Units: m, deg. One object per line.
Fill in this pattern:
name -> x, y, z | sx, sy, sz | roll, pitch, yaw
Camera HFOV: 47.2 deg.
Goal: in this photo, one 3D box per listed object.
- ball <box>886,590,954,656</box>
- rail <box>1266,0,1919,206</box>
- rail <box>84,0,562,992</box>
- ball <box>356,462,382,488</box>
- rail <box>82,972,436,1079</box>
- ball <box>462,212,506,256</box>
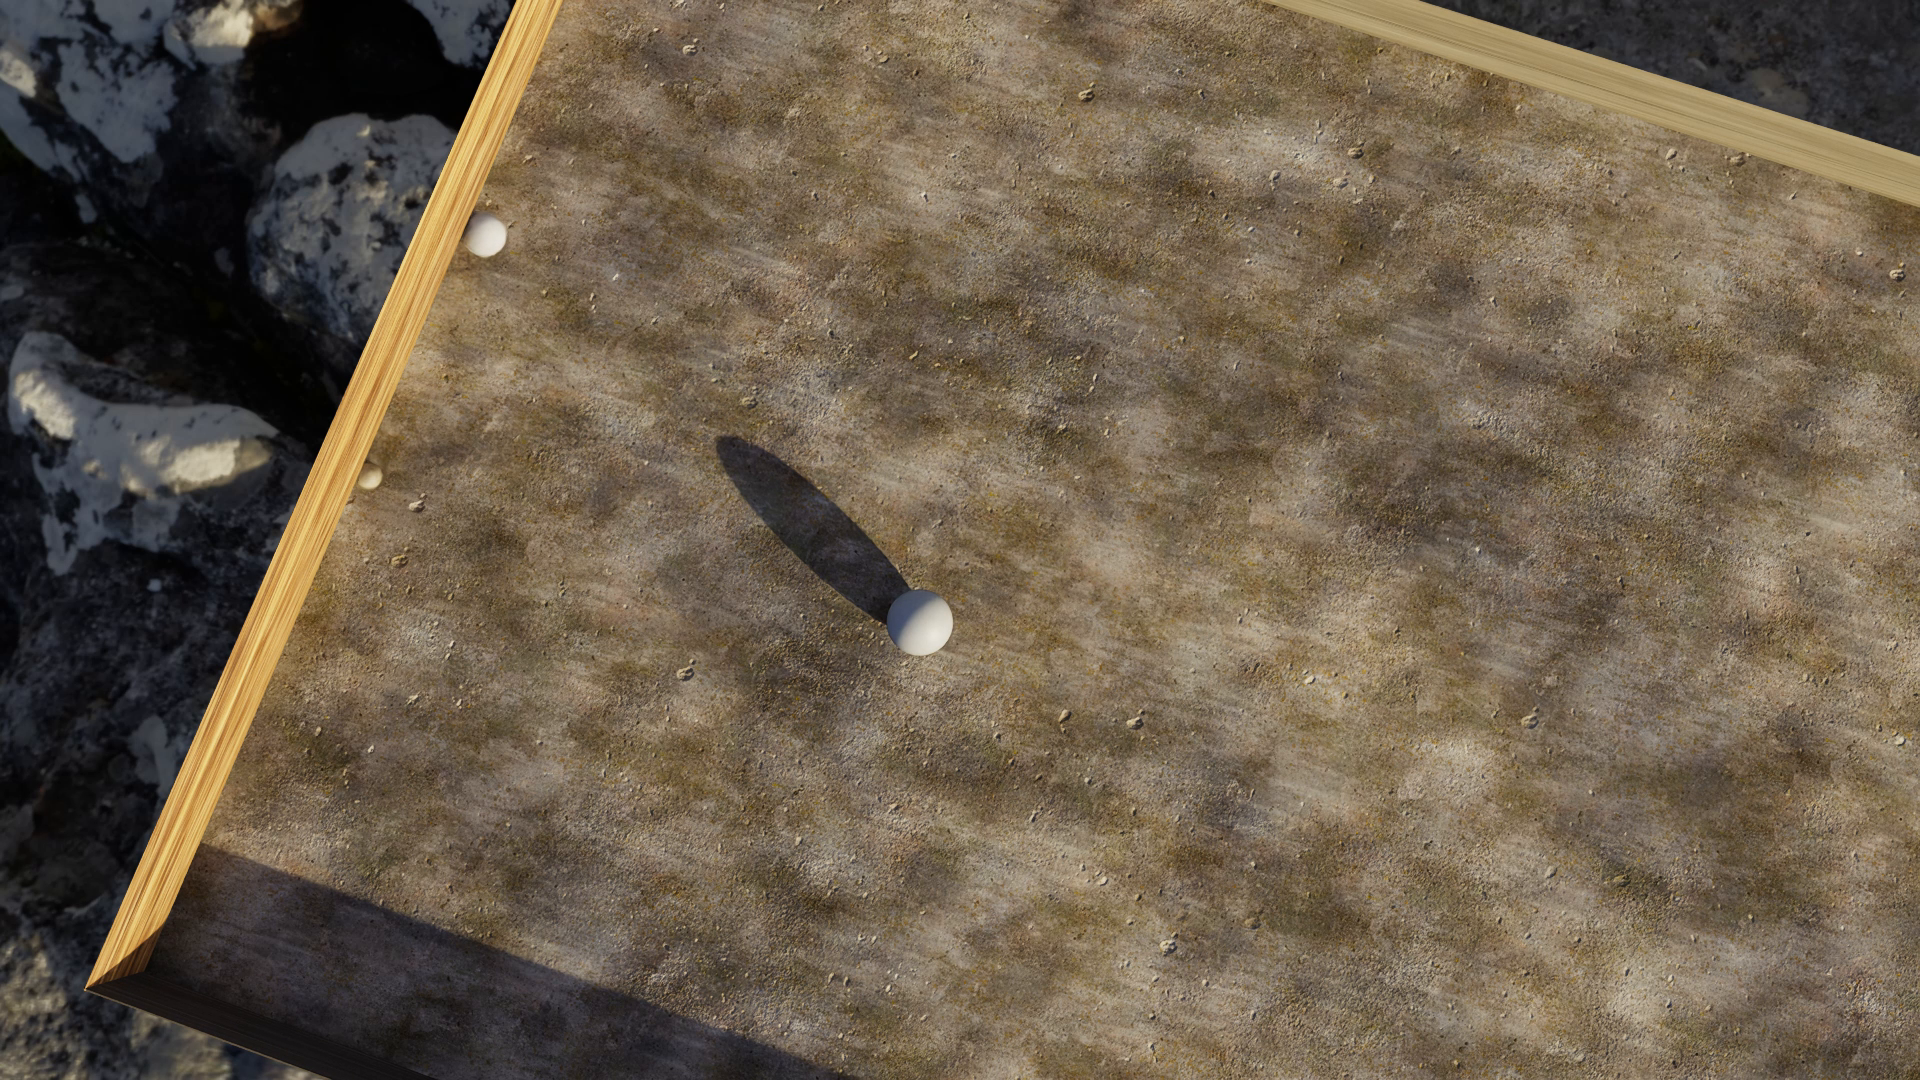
ball -> -0.060, 0.123, 3.288 | 0.100, 0.100, 0.100 | 0, 76, 0
rail -> 1.220, -0.639, 3.463 | 3.752, 0.130, 0.045 | 19, 77, 5
rail -> -0.863, -0.299, 3.378 | 0.045, 0.130, 2.080 | 19, 77, 5
ball -> -0.907, -0.099, 3.374 | 0.041, 0.041, 0.041 | 0, 76, 0
rail -> 0.551, 1.223, 2.995 | 3.752, 0.130, 0.045 | 19, 77, 5
ball -> -0.748, -0.480, 3.456 | 0.069, 0.069, 0.069 | 0, 76, 0
